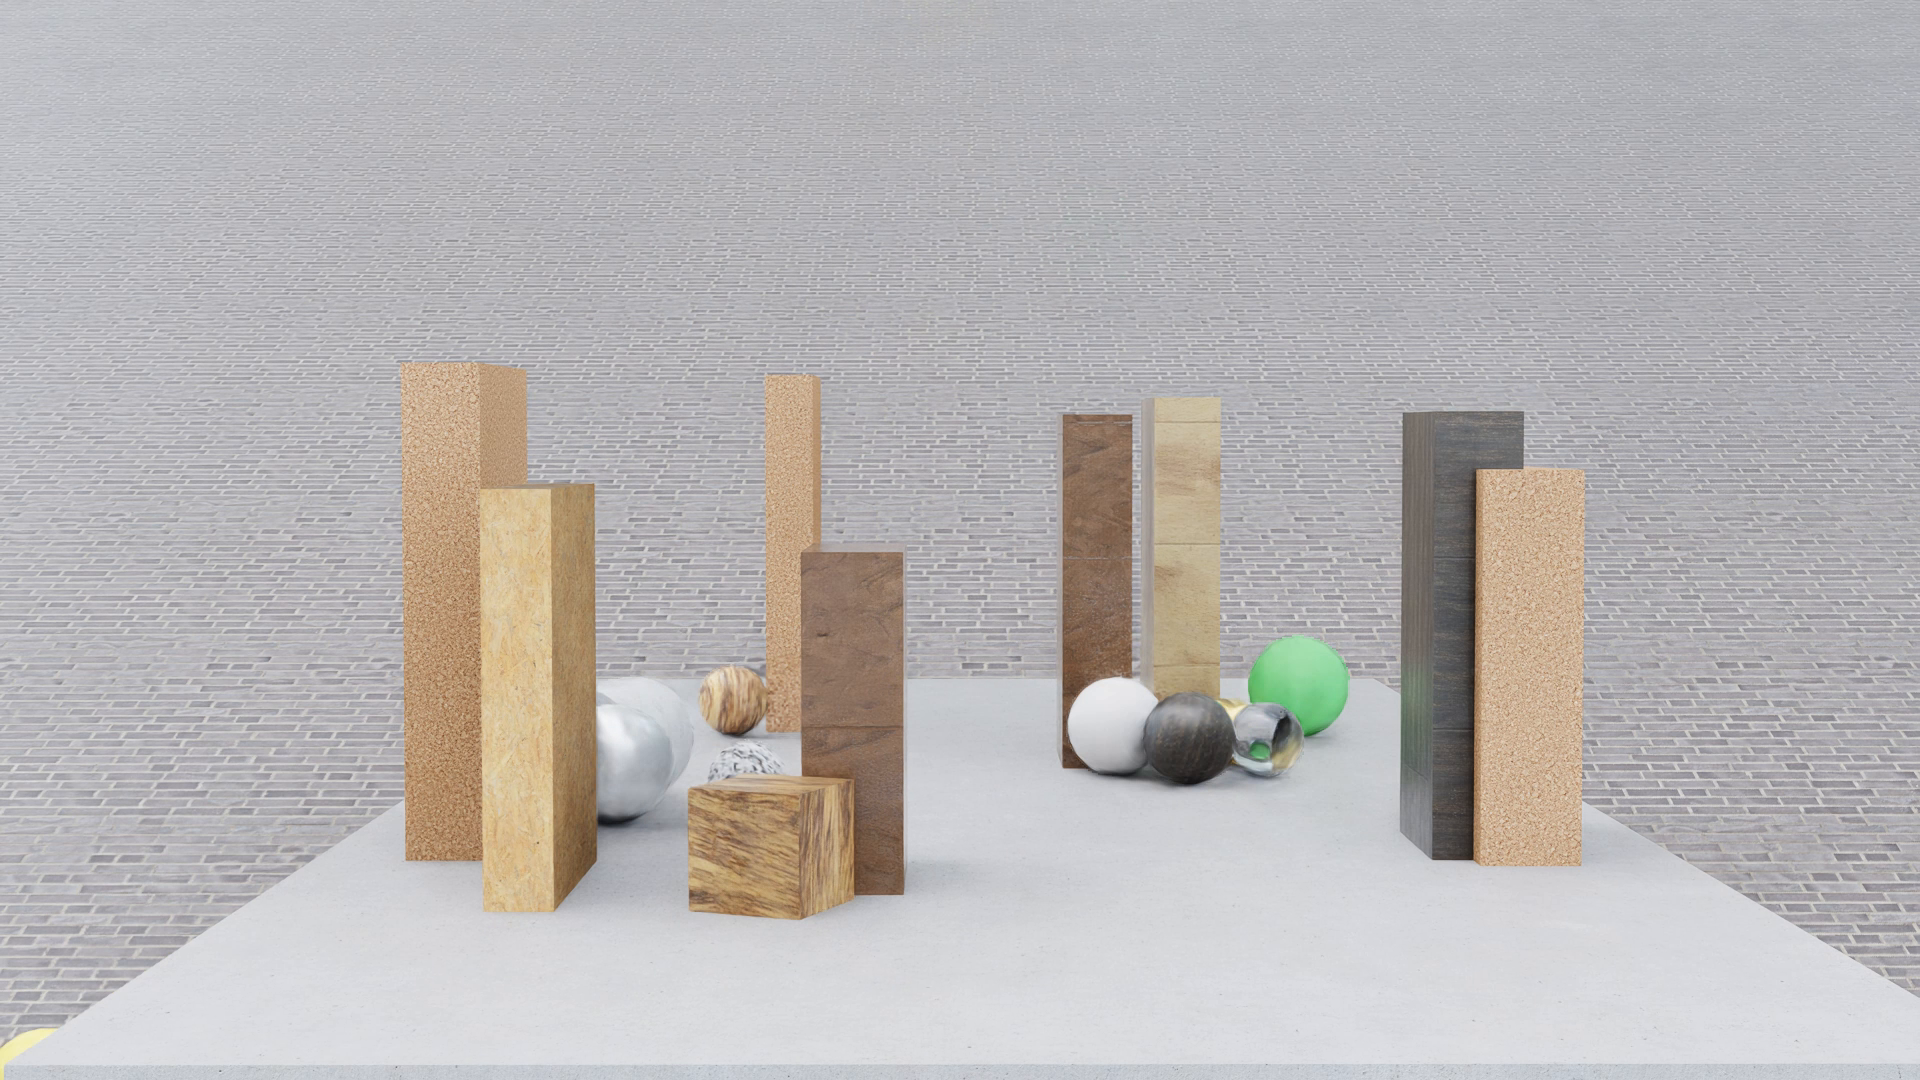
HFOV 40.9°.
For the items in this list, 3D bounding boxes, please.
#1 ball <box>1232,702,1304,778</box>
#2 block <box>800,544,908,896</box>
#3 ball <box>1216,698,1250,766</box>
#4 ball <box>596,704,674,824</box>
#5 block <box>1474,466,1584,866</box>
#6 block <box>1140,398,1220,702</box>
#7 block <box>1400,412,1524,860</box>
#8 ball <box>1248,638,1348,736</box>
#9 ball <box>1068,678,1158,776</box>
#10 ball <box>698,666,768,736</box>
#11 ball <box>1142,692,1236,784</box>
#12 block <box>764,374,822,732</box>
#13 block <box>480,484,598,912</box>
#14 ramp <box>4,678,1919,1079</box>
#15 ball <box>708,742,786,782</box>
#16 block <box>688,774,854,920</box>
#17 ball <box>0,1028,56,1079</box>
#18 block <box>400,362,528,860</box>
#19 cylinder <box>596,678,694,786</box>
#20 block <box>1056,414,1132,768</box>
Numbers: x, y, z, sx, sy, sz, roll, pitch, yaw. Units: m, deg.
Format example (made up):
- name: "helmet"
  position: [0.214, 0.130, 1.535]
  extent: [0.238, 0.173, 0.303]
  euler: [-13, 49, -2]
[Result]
- name: "ball"
  position: [0.554, 0.361, 4.664]
  extent: [0.137, 0.137, 0.137]
  euler: [0, 23, 0]
- name: "block"
  position: [-0.145, 0.242, 3.600]
  extent: [0.137, 0.463, 0.279]
  euler: [0, 2, 0]
- name: "ball"
  position: [0.505, 0.359, 4.825]
  extent: [0.127, 0.127, 0.127]
  euler: [0, 23, 0]
- name: "ball"
  position: [-0.553, 0.357, 4.116]
  extent: [0.190, 0.190, 0.190]
  euler: [0, 23, 0]
- name: "block"
  position: [0.820, 0.176, 3.901]
  extent: [0.145, 0.570, 0.426]
  euler: [0, 2, 0]
- name: "block"
  position: [0.467, 0.047, 5.485]
  extent: [0.135, 0.696, 0.386]
  euler: [0, 2, 0]
- name: "block"
  position: [0.752, 0.135, 3.874]
  extent: [0.129, 0.654, 0.272]
  euler: [0, 2, 0]
- name: "ball"
  position: [0.694, 0.302, 5.282]
  extent: [0.204, 0.204, 0.204]
  euler: [0, 23, 0]
- name: "ball"
  position: [0.285, 0.339, 4.690]
  extent: [0.178, 0.178, 0.178]
  euler: [0, 23, 0]
- name: "ball"
  position: [-0.468, 0.332, 5.317]
  extent: [0.143, 0.143, 0.143]
  euler: [0, 23, 0]
- name: "ball"
  position: [0.406, 0.351, 4.567]
  extent: [0.164, 0.164, 0.164]
  euler: [0, 23, 0]
- name: "block"
  position: [-0.355, 0.022, 5.522]
  extent: [0.099, 0.744, 0.326]
  euler: [0, 2, 0]
- name: "block"
  position: [-0.575, 0.201, 3.541]
  extent: [0.092, 0.550, 0.406]
  euler: [0, 2, 0]
- name: "ramp"
  position: [0.054, 0.485, 4.539]
  extent: [2.000, 0.100, 4.000]
  euler: [0, 2, 0]
- name: "ball"
  position: [-0.342, 0.388, 4.143]
  extent: [0.127, 0.127, 0.127]
  euler: [0, 23, 0]
- name: "block"
  position: [-0.248, 0.402, 3.393]
  extent: [0.161, 0.161, 0.161]
  euler: [1, 3, 23]
- name: "ball"
  position: [-1.751, 1.038, 4.918]
  extent: [0.206, 0.206, 0.206]
  euler: [0, 23, 0]
- name: "block"
  position: [-0.752, 0.097, 3.943]
  extent: [0.114, 0.725, 0.411]
  euler: [0, 2, 0]
- name: "cylinder"
  position: [-0.587, 0.342, 4.338]
  extent: [0.204, 0.204, 0.204]
  euler: [9, 5, 20]
- name: "block"
  position: [0.254, 0.091, 4.909]
  extent: [0.129, 0.657, 0.281]
  euler: [0, 2, 0]
